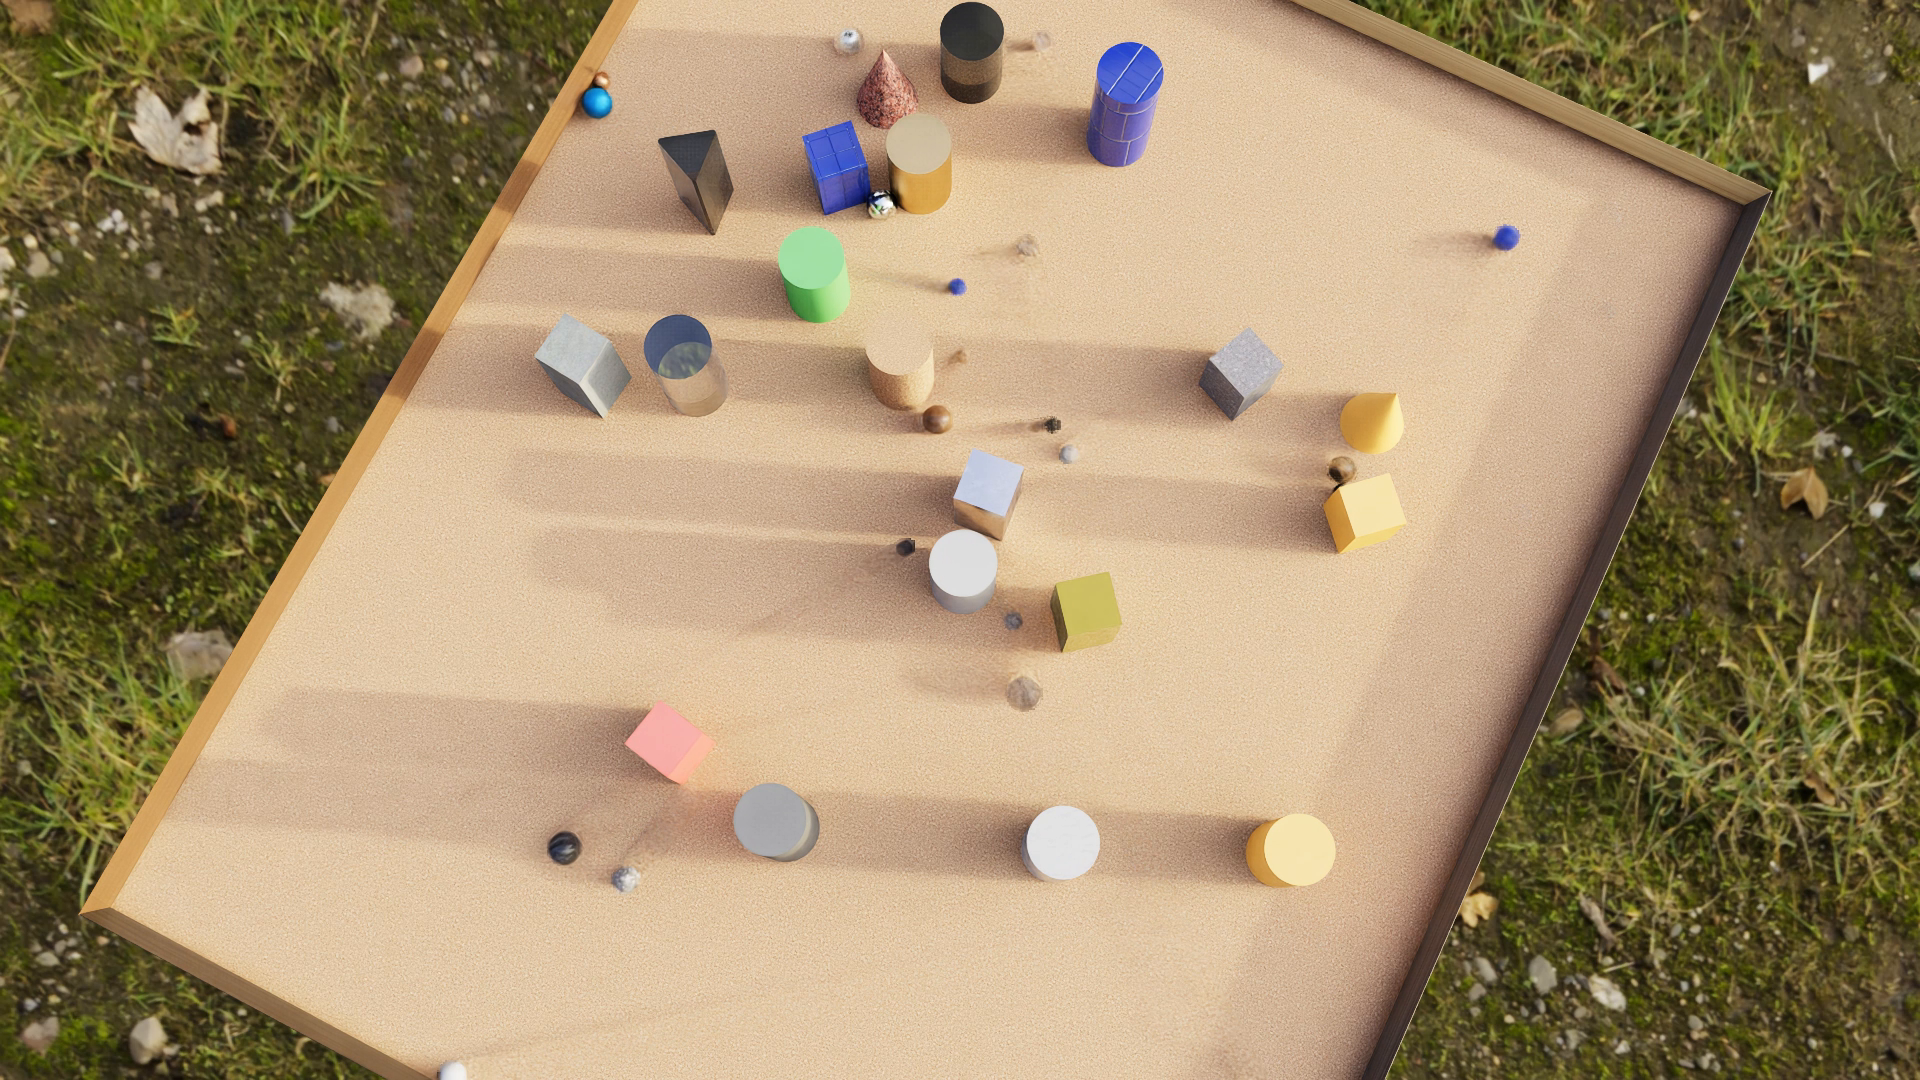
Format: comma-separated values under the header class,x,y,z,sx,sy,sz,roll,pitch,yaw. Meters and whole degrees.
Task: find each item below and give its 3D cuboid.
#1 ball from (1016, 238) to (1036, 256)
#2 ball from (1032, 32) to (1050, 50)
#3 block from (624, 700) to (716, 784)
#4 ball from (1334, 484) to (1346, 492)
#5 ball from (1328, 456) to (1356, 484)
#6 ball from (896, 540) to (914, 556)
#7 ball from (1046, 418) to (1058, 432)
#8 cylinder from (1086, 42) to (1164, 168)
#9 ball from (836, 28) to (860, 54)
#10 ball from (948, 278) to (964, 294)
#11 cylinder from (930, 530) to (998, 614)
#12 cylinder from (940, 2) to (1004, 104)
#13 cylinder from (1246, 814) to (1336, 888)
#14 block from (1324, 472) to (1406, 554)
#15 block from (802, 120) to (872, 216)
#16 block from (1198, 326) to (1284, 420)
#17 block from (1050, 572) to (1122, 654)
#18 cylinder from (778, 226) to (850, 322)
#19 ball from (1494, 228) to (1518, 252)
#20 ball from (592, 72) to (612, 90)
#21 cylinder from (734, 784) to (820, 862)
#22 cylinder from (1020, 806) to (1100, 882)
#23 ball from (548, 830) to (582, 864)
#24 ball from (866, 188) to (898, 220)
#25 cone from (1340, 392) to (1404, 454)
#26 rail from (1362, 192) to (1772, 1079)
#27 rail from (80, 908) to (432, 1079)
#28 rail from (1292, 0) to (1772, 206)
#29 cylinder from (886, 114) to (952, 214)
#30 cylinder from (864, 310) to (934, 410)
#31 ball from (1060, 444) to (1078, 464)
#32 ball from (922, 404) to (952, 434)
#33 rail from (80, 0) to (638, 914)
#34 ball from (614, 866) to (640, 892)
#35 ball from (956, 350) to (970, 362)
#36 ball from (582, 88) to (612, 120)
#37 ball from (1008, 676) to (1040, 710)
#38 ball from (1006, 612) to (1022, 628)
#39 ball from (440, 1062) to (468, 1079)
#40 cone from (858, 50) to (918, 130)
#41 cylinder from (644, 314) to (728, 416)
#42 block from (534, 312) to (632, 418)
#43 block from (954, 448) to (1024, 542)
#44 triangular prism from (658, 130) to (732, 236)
class,x,y,z,sx,sy,sz,roll,pitch,yaw
ball,0.209,-0.925,5.778,0.060,0.060,0.060,0,78,0
ball,0.263,-1.611,5.920,0.060,0.060,0.060,0,78,0
block,-0.841,0.593,5.345,0.158,0.291,0.158,37,81,7
ball,1.172,-0.151,5.624,0.047,0.047,0.047,0,78,0
ball,1.172,-0.216,5.619,0.084,0.084,0.084,0,78,0
ball,-0.167,0.026,5.586,0.050,0.050,0.050,0,78,0
ball,0.285,-0.355,5.669,0.041,0.041,0.041,0,78,0
cylinder,0.504,-1.336,5.654,0.198,0.468,0.198,0,78,0
ball,-0.360,-1.608,5.909,0.079,0.079,0.079,0,78,0
ball,-0.010,-0.797,5.756,0.051,0.051,0.051,0,78,0
cylinder,0.010,0.098,5.439,0.198,0.308,0.198,0,78,0
cylinder,0.037,-1.533,5.779,0.198,0.303,0.198,0,78,0
cylinder,0.944,0.894,5.257,0.198,0.341,0.198,0,78,0
block,1.214,-0.078,5.509,0.158,0.243,0.158,-16,79,-3
block,-0.382,-1.158,5.718,0.158,0.271,0.158,-19,79,-4
block,0.854,-0.503,5.587,0.158,0.261,0.158,-39,81,-7
block,0.368,0.217,5.397,0.158,0.343,0.158,-12,79,-3
cylinder,-0.444,-0.810,5.623,0.198,0.317,0.198,0,78,0
ball,1.719,-0.947,5.774,0.075,0.075,0.075,0,78,0
ball,-1.152,-1.474,5.891,0.061,0.061,0.061,0,78,0
cylinder,-0.515,0.806,5.201,0.198,0.487,0.198,0,78,0
cylinder,0.279,0.867,5.192,0.198,0.481,0.198,0,78,0
ball,-1.159,0.904,5.379,0.099,0.099,0.099,0,78,0
ball,-0.246,-1.059,5.786,0.098,0.098,0.098,0,78,0
cone,1.279,-0.396,5.529,0.198,0.332,0.198,0,78,0
rail,1.564,0.772,5.390,0.045,0.128,4.240,26,80,5
rail,-0.938,1.843,5.168,3.544,0.128,0.045,26,80,5
rail,0.938,-1.829,5.929,3.544,0.128,0.045,26,80,5
cylinder,-0.125,-1.164,5.692,0.198,0.324,0.198,0,78,0
cylinder,-0.179,-0.537,5.532,0.198,0.383,0.198,0,78,0
ball,0.336,-0.265,5.643,0.056,0.056,0.056,0,78,0
ball,-0.071,-0.370,5.647,0.091,0.091,0.091,0,78,0
rail,-1.564,-0.759,5.707,0.045,0.128,4.240,26,80,5
ball,-0.977,0.994,5.371,0.078,0.078,0.078,0,78,0
ball,0.008,-0.573,5.714,0.041,0.041,0.041,0,78,0
ball,-1.160,-1.394,5.856,0.096,0.096,0.096,0,78,0
ball,0.191,0.457,5.472,0.099,0.099,0.099,0,78,0
ball,0.163,0.242,5.539,0.054,0.054,0.054,0,78,0
ball,-1.455,1.536,5.259,0.077,0.077,0.077,0,78,0
cone,-0.233,-1.452,5.735,0.198,0.357,0.198,0,78,0
cylinder,-0.819,-0.520,5.517,0.198,0.406,0.198,0,78,0
block,-1.133,-0.522,5.532,0.158,0.377,0.158,31,80,6
block,0.084,-0.131,5.463,0.158,0.354,0.158,21,79,4
triangular prism,-0.781,-1.121,5.626,0.148,0.436,0.171,-40,81,-8
